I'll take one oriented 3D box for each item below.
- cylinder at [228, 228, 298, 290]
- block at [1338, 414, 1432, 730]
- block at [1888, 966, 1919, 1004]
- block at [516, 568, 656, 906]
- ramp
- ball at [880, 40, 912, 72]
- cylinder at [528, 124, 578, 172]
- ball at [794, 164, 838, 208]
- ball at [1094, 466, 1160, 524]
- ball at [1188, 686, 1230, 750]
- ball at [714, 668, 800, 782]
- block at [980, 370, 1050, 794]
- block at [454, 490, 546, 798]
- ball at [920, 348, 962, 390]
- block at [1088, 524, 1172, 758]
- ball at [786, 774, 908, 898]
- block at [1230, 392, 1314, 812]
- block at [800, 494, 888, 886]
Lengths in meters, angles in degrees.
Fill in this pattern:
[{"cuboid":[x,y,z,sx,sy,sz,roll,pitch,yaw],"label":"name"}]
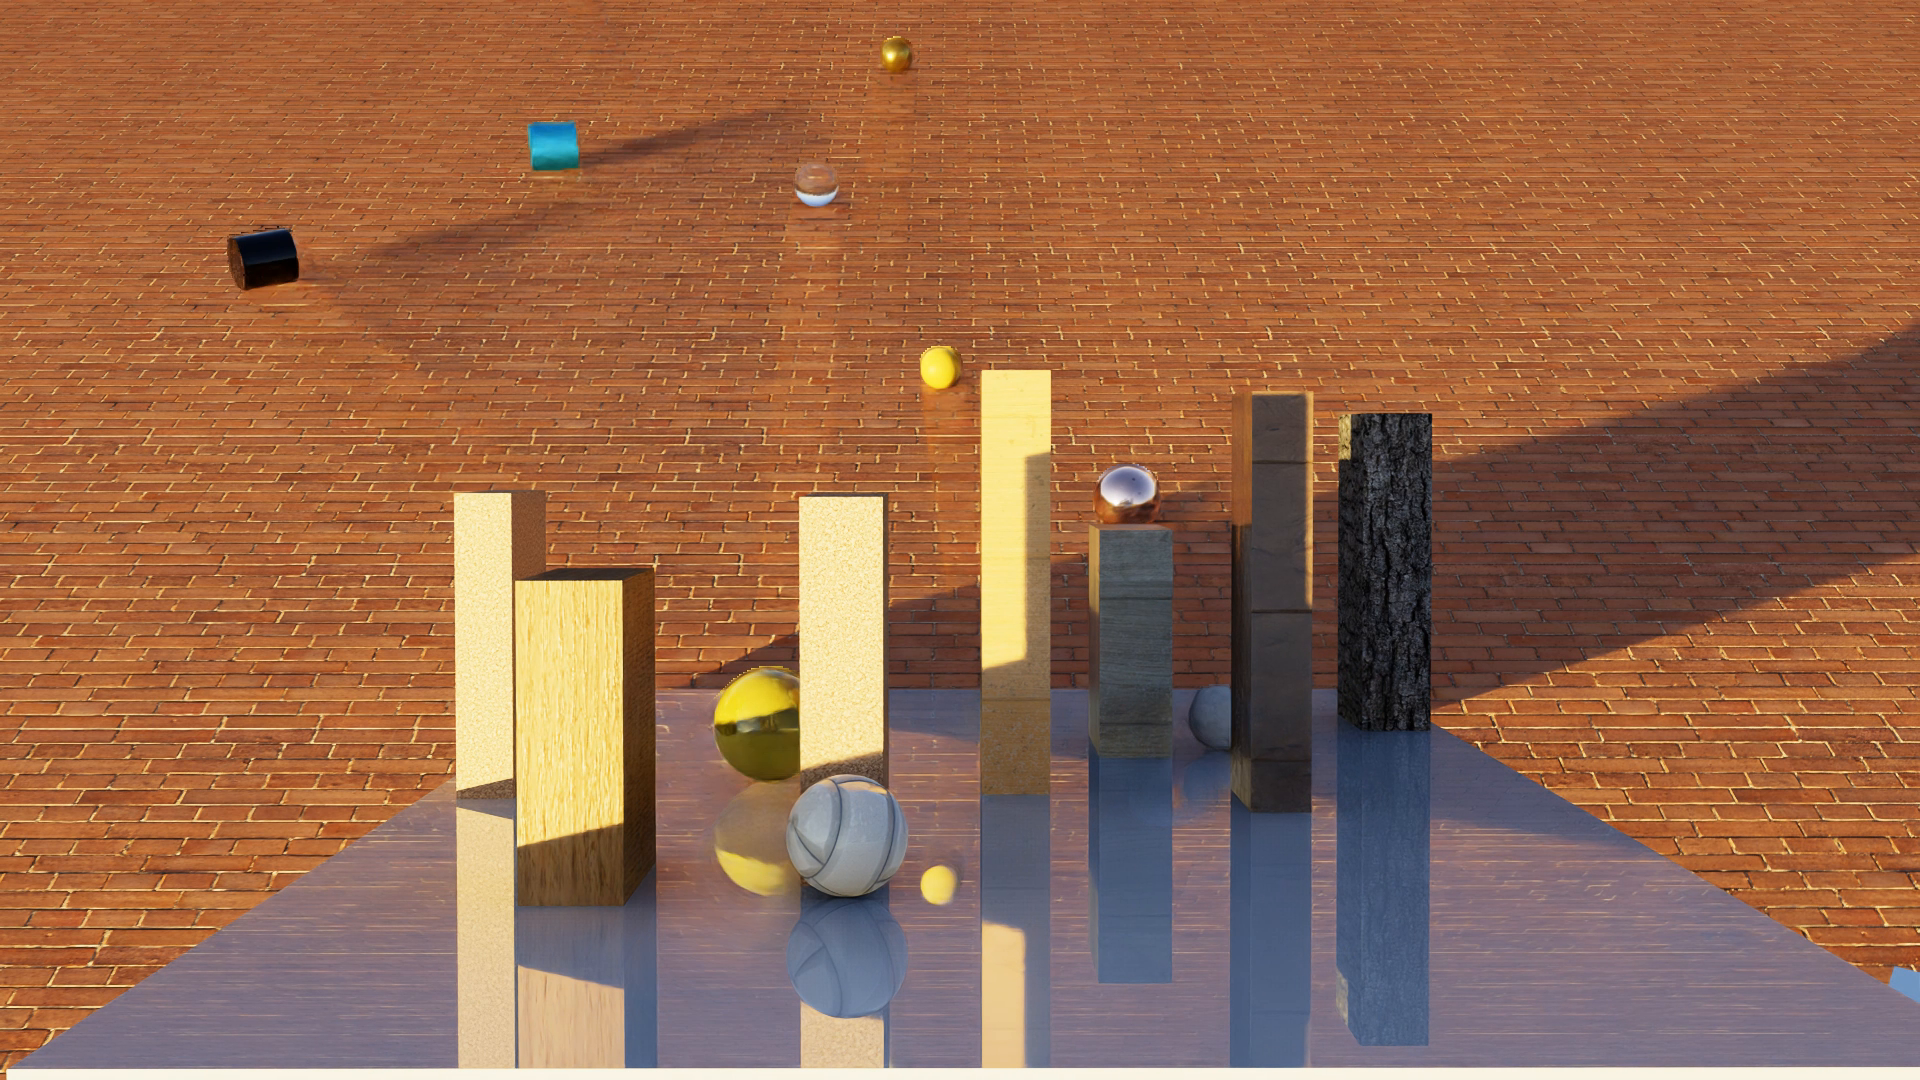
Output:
[{"cuboid":[-2.630,-1.059,9.723,0.204,0.204,0.204,-14,28,-27],"label":"cylinder"},{"cuboid":[0.944,0.063,5.746,0.148,0.687,0.361,0,2,0],"label":"block"},{"cuboid":[1.940,0.999,5.163,0.182,0.182,0.182,12,27,25],"label":"block"},{"cuboid":[-0.522,0.266,3.628,0.142,0.436,0.372,0,2,0],"label":"block"},{"cuboid":[0.055,0.501,4.547,2.000,0.100,4.000,0,2,0],"label":"ramp"},{"cuboid":[-0.315,-2.402,12.781,0.163,0.163,0.163,0,24,0],"label":"ball"},{"cuboid":[-1.765,-1.705,11.184,0.195,0.195,0.195,-5,25,-12],"label":"cylinder"},{"cuboid":[-0.596,-1.469,10.678,0.178,0.178,0.178,0,24,0],"label":"ball"},{"cuboid":[0.496,-0.120,7.641,0.199,0.199,0.199,0,24,0],"label":"ball"},{"cuboid":[0.529,0.361,5.241,0.129,0.129,0.129,0,24,0],"label":"ball"},{"cuboid":[-0.348,0.340,4.733,0.208,0.208,0.208,0,24,0],"label":"ball"},{"cuboid":[0.099,0.070,4.713,0.121,0.749,0.336,0,2,0],"label":"block"},{"cuboid":[-0.832,0.179,4.685,0.099,0.535,0.379,0,2,0],"label":"block"},{"cuboid":[-0.065,-0.583,8.747,0.140,0.140,0.140,0,24,0],"label":"ball"},{"cuboid":[0.348,0.198,5.297,0.145,0.451,0.406,0,2,0],"label":"block"},{"cuboid":[-0.154,0.404,3.521,0.167,0.167,0.167,0,24,0],"label":"ball"},{"cuboid":[0.539,0.099,4.474,0.102,0.707,0.316,0,2,0],"label":"block"},{"cuboid":[-0.166,0.207,3.752,0.116,0.545,0.309,0,2,0],"label":"block"}]
